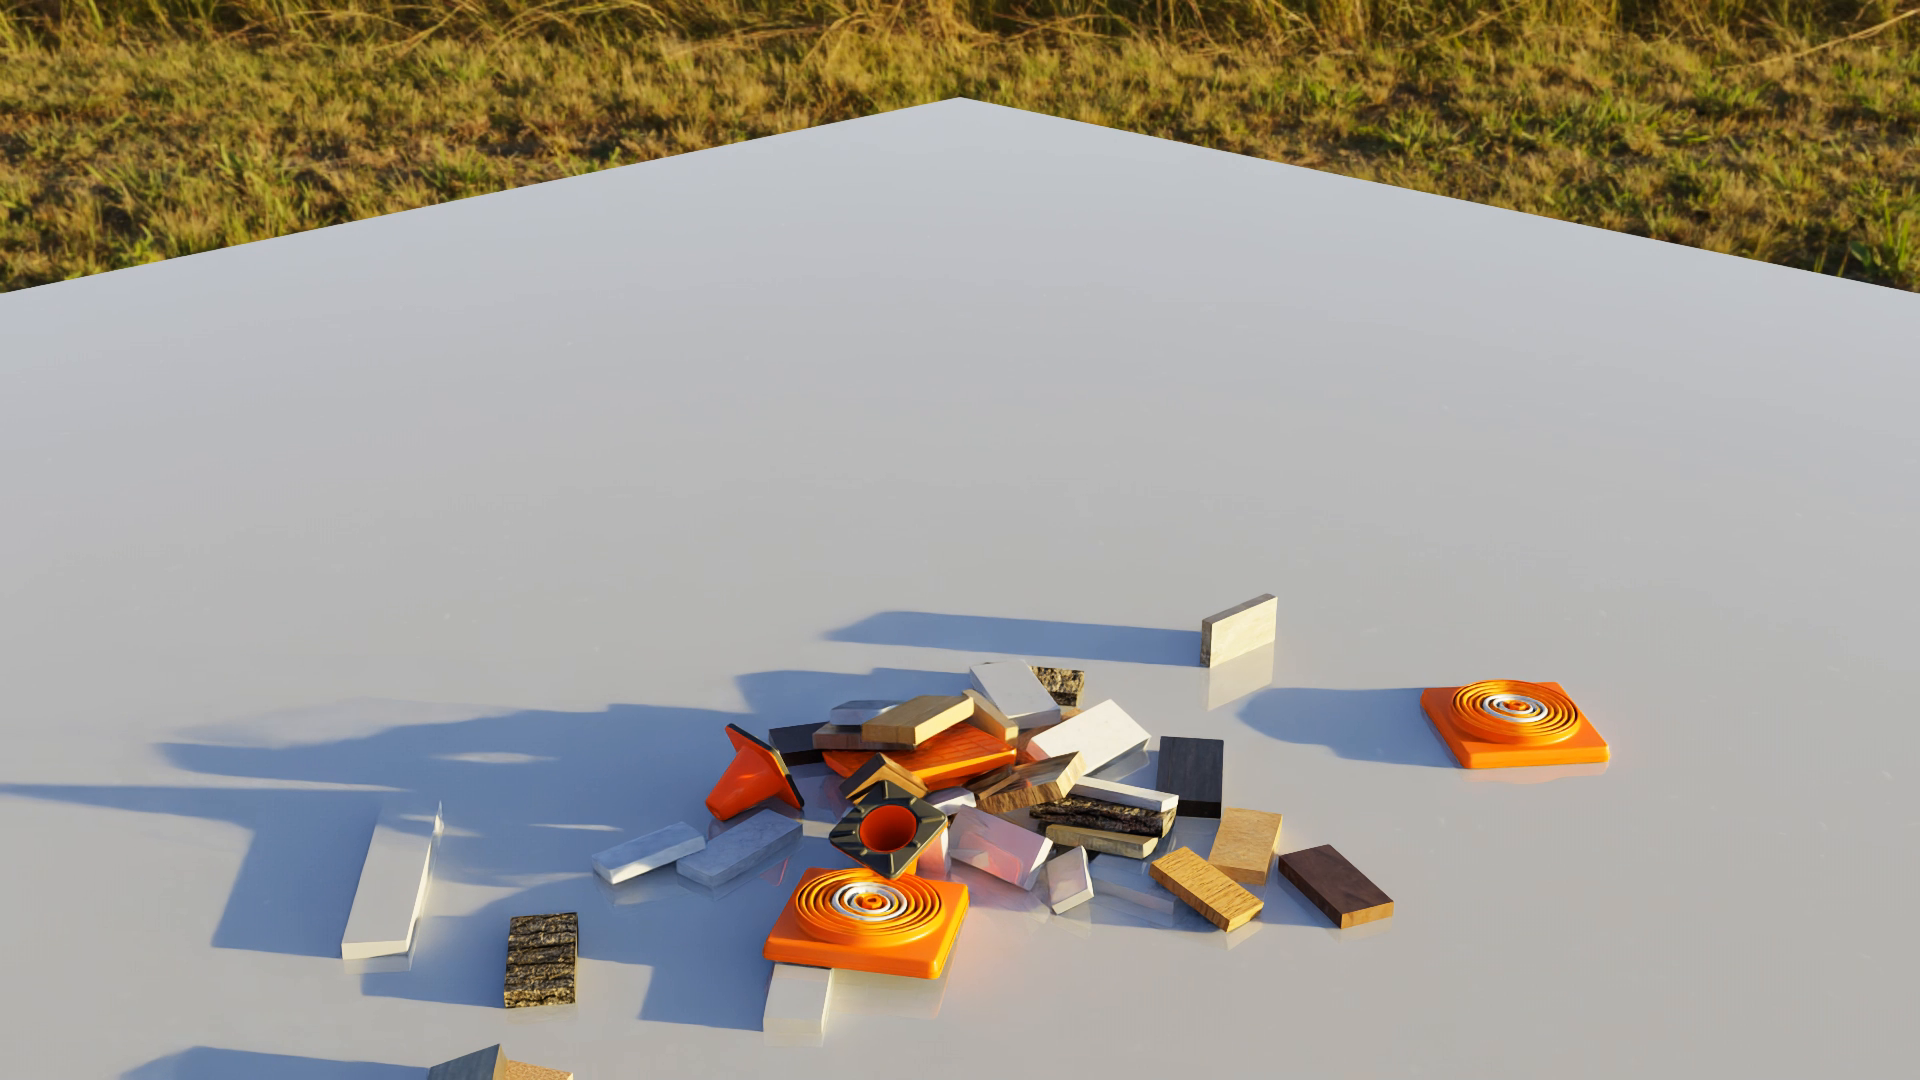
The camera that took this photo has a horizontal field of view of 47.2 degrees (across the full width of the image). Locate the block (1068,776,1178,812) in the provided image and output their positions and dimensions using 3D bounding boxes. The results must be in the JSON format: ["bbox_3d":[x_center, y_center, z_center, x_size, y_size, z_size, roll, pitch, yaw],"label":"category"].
[{"bbox_3d":[0.304,0.508,4.440,0.263,0.022,0.077,9,7,28],"label":"block"}]

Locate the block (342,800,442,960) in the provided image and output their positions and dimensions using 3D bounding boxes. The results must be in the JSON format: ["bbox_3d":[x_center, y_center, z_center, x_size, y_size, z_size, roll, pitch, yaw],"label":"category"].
[{"bbox_3d":[-1.082,0.641,4.208,0.116,0.033,0.513,-2,23,-5],"label":"block"}]

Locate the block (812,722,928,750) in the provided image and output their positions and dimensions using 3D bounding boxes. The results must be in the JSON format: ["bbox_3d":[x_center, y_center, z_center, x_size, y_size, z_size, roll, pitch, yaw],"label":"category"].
[{"bbox_3d":[-0.184,0.408,4.606,0.224,0.032,0.112,-1,10,19],"label":"block"}]

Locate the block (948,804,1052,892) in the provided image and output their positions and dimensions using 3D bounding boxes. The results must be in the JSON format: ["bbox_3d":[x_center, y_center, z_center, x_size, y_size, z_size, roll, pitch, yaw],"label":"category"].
[{"bbox_3d":[0.069,0.592,4.243,0.207,0.103,0.029,18,-14,36],"label":"block"}]

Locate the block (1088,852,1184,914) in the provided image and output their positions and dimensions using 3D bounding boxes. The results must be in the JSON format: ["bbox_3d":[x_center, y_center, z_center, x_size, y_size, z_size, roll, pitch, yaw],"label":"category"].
[{"bbox_3d":[0.339,0.651,4.190,0.198,0.028,0.099,13,26,28],"label":"block"}]

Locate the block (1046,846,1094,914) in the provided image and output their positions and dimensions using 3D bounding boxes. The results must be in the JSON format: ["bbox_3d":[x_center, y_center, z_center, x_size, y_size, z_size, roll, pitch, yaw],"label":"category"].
[{"bbox_3d":[0.208,0.644,4.171,0.077,0.022,0.155,-28,21,10],"label":"block"}]

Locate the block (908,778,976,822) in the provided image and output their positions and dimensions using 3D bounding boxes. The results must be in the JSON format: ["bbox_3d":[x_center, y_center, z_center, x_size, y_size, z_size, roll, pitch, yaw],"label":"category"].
[{"bbox_3d":[-0.052,0.519,4.406,0.101,0.029,0.202,-16,8,-19],"label":"block"}]

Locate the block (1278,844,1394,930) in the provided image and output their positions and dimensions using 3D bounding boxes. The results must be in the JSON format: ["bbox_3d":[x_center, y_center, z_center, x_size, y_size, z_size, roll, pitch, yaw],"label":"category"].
[{"bbox_3d":[0.712,0.656,4.174,0.113,0.032,0.226,-9,25,-21],"label":"block"}]

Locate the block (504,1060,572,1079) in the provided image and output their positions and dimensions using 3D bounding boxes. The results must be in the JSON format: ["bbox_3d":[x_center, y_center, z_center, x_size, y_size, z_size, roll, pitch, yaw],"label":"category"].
[{"bbox_3d":[-0.731,0.928,3.529,0.121,0.034,0.241,7,24,17],"label":"block"}]

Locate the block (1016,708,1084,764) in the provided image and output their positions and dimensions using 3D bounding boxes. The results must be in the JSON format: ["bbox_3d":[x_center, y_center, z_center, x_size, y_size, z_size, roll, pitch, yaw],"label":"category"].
[{"bbox_3d":[0.215,0.428,4.710,0.113,0.032,0.226,21,31,40],"label":"block"}]

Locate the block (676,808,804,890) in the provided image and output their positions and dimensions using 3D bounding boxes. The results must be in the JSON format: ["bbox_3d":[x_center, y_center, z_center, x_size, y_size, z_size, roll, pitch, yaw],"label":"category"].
[{"bbox_3d":[-0.430,0.603,4.305,0.099,0.028,0.254,17,29,35],"label":"block"}]

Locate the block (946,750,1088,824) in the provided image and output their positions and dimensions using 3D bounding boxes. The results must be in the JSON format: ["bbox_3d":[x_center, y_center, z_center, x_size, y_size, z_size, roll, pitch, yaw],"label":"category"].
[{"bbox_3d":[0.109,0.496,4.401,0.268,0.038,0.134,-17,13,29],"label":"block"}]

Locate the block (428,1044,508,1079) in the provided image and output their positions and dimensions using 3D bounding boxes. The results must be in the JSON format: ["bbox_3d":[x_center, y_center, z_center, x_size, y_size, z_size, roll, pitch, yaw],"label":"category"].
[{"bbox_3d":[-0.799,0.897,3.517,0.121,0.034,0.241,-19,16,-1],"label":"block"}]

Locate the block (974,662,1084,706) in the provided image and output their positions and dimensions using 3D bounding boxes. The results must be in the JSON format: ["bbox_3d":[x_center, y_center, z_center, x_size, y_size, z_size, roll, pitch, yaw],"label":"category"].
[{"bbox_3d":[0.157,0.325,4.954,0.231,0.033,0.116,5,23,10],"label":"block"}]

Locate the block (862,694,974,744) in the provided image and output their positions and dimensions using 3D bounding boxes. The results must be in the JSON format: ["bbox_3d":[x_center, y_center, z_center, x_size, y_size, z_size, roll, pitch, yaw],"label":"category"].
[{"bbox_3d":[-0.086,0.372,4.574,0.126,0.036,0.252,1,11,28],"label":"block"}]

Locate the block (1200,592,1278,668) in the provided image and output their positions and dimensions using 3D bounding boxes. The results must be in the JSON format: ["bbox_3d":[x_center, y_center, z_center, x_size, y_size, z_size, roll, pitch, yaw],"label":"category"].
[{"bbox_3d":[0.650,0.210,5.123,0.224,0.112,0.032,-19,30,-38],"label":"block"}]

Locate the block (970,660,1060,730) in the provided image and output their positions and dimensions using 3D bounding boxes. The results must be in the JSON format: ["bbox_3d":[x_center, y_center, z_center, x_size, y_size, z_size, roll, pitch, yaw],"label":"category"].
[{"bbox_3d":[0.119,0.339,4.832,0.126,0.036,0.252,-7,24,-16],"label":"block"}]

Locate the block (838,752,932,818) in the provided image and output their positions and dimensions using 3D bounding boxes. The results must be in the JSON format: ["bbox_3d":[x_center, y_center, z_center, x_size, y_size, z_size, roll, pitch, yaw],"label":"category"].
[{"bbox_3d":[-0.144,0.483,4.265,0.103,0.207,0.029,-41,58,5],"label":"block"}]

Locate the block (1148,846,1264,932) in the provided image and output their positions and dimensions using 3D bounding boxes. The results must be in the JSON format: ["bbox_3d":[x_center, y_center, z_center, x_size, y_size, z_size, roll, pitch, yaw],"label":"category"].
[{"bbox_3d":[0.461,0.654,4.128,0.099,0.028,0.198,-18,40,-41],"label":"block"}]

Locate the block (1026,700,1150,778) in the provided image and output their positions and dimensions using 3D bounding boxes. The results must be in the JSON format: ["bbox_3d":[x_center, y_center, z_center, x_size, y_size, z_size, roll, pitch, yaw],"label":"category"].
[{"bbox_3d":[0.273,0.429,4.646,0.252,0.036,0.126,-22,54,-41],"label":"block"}]

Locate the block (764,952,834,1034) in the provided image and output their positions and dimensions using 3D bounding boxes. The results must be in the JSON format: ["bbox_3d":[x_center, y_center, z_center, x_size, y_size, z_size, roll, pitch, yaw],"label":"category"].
[{"bbox_3d":[-0.282,0.792,3.857,0.101,0.029,0.202,1,23,3],"label":"block"}]

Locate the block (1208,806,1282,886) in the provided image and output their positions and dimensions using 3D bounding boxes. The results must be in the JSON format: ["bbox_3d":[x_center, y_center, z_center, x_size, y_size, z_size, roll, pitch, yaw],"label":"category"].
[{"bbox_3d":[0.558,0.598,4.309,0.113,0.032,0.226,6,24,15],"label":"block"}]

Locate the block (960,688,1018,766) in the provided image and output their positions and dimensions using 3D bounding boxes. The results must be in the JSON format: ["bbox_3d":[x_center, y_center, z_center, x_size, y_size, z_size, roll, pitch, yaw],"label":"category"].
[{"bbox_3d":[0.060,0.403,4.683,0.028,0.099,0.197,-8,24,-27],"label":"block"}]

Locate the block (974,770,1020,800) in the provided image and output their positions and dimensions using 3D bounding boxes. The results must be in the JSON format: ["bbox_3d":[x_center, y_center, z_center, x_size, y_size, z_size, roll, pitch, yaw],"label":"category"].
[{"bbox_3d":[0.069,0.488,4.387,0.095,0.013,0.047,-28,12,-20],"label":"block"}]

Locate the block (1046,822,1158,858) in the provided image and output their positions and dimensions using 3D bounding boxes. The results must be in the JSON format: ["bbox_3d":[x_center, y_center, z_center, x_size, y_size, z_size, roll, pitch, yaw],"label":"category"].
[{"bbox_3d":[0.278,0.584,4.306,0.198,0.028,0.099,8,7,21],"label":"block"}]

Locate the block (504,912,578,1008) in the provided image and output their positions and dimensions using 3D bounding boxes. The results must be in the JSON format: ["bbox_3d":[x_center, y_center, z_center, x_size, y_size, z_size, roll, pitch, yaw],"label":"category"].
[{"bbox_3d":[-0.749,0.752,3.945,0.121,0.034,0.241,-3,23,-7],"label":"block"}]

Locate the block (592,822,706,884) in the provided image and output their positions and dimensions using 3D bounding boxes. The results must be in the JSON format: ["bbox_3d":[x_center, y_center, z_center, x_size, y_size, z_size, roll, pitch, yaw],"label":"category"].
[{"bbox_3d":[-0.603,0.604,4.259,0.197,0.028,0.099,-19,19,-27],"label":"block"}]

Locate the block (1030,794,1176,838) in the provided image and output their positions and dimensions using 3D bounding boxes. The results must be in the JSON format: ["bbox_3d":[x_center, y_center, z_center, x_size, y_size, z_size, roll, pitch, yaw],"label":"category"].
[{"bbox_3d":[0.285,0.543,4.384,0.268,0.038,0.134,7,6,16],"label":"block"}]

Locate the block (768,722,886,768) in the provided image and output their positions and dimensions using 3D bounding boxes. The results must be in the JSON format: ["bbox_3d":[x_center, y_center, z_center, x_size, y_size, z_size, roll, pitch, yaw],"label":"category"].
[{"bbox_3d":[-0.284,0.431,4.704,0.231,0.033,0.116,-6,24,-14],"label":"block"}]

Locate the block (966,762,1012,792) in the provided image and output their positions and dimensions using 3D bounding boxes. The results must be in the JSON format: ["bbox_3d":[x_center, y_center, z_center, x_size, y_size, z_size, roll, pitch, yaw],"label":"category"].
[{"bbox_3d":[0.057,0.476,4.392,0.095,0.013,0.047,-24,7,10],"label":"block"}]

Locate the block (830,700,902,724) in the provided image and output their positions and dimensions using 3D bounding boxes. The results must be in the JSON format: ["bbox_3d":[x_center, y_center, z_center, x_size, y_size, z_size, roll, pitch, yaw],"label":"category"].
[{"bbox_3d":[-0.199,0.367,4.688,0.112,0.032,0.224,-1,1,9],"label":"block"}]

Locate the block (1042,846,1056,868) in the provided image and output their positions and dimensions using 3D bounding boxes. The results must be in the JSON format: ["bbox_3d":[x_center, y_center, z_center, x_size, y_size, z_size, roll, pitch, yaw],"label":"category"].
[{"bbox_3d":[0.103,0.604,4.308,0.155,0.022,0.077,18,29,36],"label":"block"}]

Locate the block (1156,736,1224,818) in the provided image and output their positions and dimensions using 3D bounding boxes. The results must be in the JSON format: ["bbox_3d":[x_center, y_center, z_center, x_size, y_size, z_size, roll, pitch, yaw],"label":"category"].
[{"bbox_3d":[0.476,0.490,4.558,0.134,0.038,0.268,3,23,7],"label":"block"}]

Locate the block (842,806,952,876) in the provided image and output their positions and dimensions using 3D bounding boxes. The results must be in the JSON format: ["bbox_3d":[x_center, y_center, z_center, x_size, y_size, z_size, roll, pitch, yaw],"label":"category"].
[{"bbox_3d":[-0.123,0.582,4.251,0.207,0.104,0.029,9,39,20],"label":"block"}]
